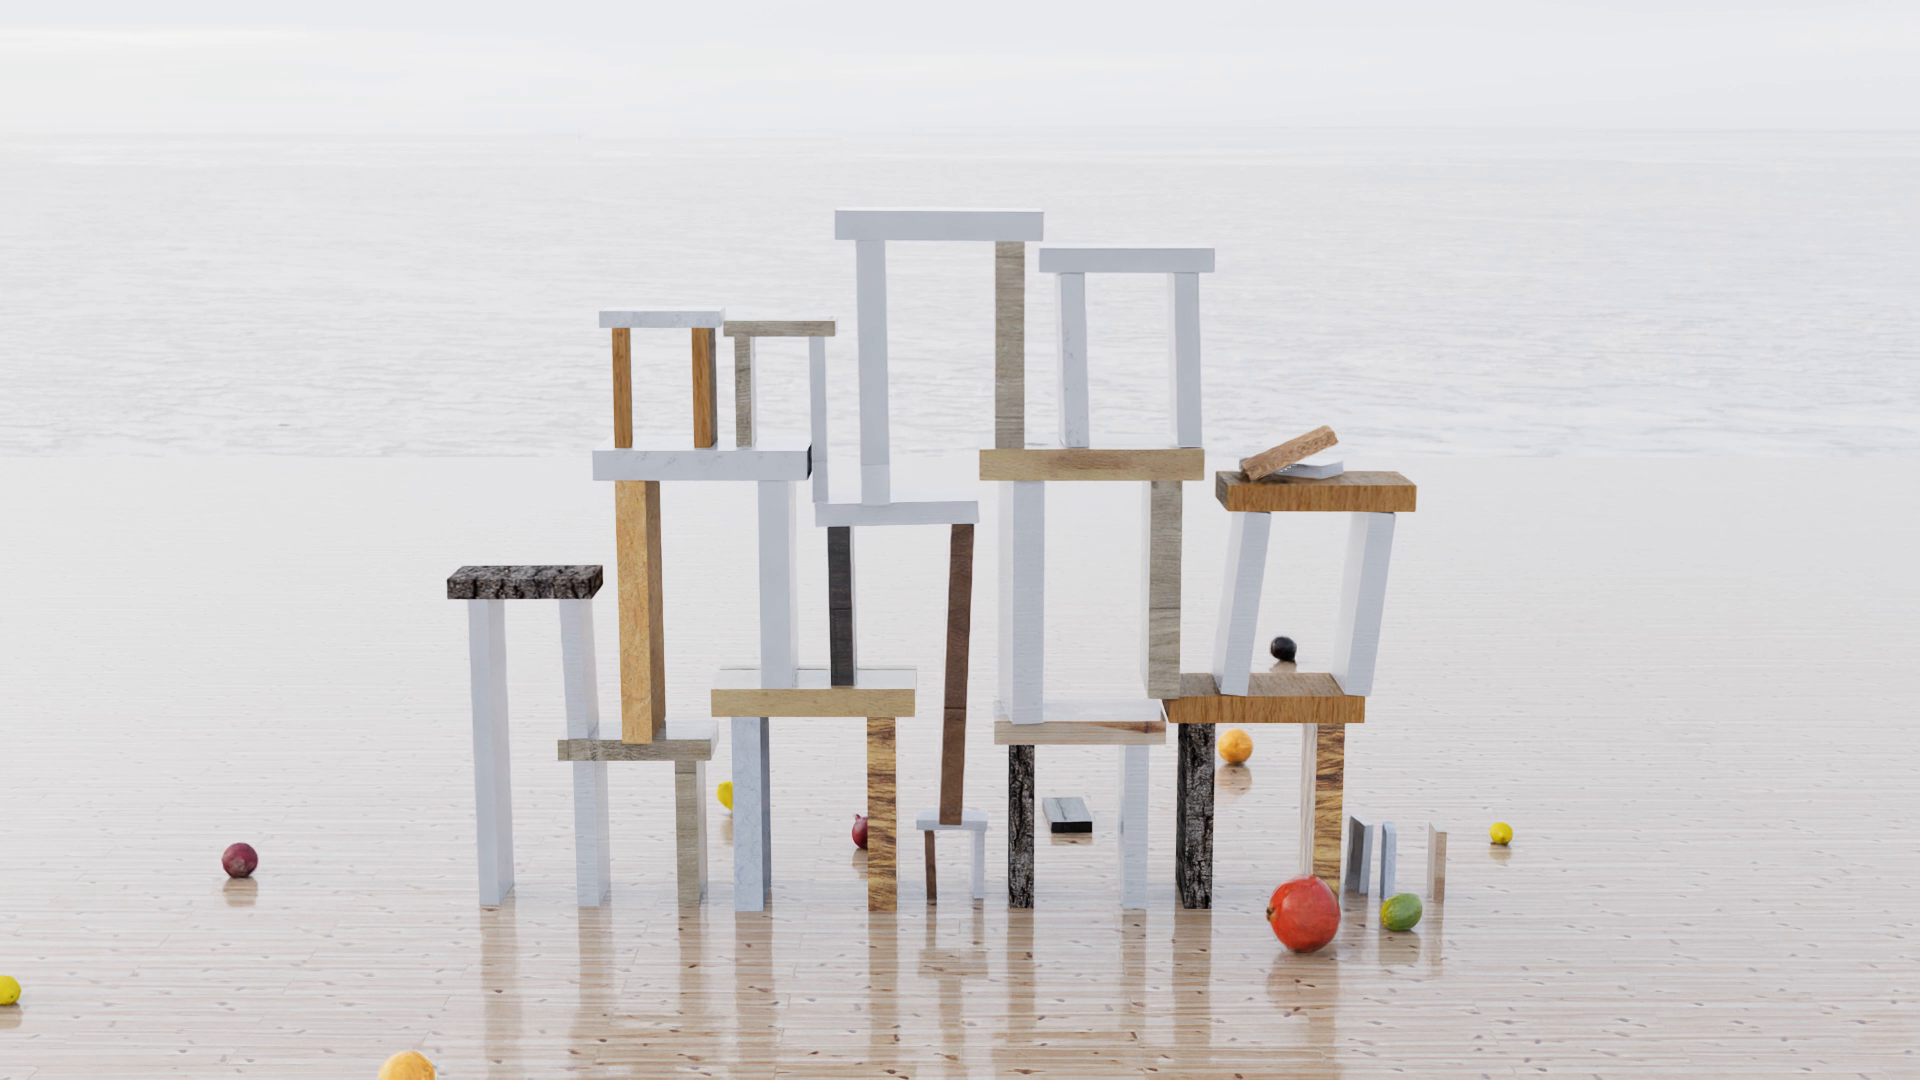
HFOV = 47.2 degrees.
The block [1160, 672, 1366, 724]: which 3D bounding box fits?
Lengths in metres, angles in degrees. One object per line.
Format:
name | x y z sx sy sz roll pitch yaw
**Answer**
block | 0.494 0.259 3.612 0.314 0.044 0.157 0 11 0

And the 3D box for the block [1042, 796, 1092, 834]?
block | 0.197 0.507 4.058 0.075 0.021 0.150 -1 11 -4

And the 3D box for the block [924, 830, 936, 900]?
block | -0.049 0.532 3.659 0.017 0.117 0.059 -2 10 -1

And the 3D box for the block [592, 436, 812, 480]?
block | -0.408 -0.132 3.535 0.338 0.048 0.169 0 11 1

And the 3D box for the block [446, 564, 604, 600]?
block | -0.705 0.068 3.573 0.231 0.033 0.116 0 11 0

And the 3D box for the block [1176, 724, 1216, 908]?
block | 0.389 0.435 3.645 0.044 0.314 0.157 0 11 0

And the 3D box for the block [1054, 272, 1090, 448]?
block | 0.178 -0.293 3.504 0.039 0.272 0.136 -3 11 -1

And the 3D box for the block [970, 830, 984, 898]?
block | 0.028 0.531 3.661 0.017 0.117 0.058 0 10 -7

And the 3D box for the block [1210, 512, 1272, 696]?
block | 0.456 0.089 3.576 0.042 0.299 0.149 6 10 -1

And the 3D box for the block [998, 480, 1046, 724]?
block | 0.098 0.084 3.577 0.050 0.395 0.176 -1 11 -7

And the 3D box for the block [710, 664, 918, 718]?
block | -0.235 0.246 3.603 0.327 0.046 0.163 0 11 0

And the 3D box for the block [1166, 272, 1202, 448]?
block | 0.357 -0.292 3.500 0.039 0.272 0.136 -2 11 1

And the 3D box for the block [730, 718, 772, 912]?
block | -0.344 0.430 3.637 0.046 0.327 0.163 0 11 0

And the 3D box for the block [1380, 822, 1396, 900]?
block | 0.712 0.533 3.653 0.017 0.118 0.059 1 11 4

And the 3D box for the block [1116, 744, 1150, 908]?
block | 0.286 0.454 3.641 0.039 0.277 0.139 0 11 0

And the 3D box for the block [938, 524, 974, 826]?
block | -0.008 0.209 3.616 0.037 0.500 0.130 2 9 -2

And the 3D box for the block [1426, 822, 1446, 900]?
block | 0.792 0.533 3.654 0.017 0.118 0.059 0 11 0

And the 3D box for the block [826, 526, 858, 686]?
block | -0.191 0.094 3.581 0.037 0.260 0.130 -1 11 0

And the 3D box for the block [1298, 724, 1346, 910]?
block | 0.598 0.435 3.645 0.044 0.314 0.157 0 11 0

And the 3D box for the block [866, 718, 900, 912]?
block | -0.126 0.430 3.637 0.046 0.327 0.163 0 11 0

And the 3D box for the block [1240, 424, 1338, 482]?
block | 0.527 -0.140 3.530 0.150 0.021 0.075 -24 10 4

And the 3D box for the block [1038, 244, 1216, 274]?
block | 0.260 -0.445 3.473 0.272 0.039 0.136 0 11 0

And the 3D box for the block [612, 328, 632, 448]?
block | -0.538 -0.248 3.508 0.027 0.189 0.095 -1 11 -7

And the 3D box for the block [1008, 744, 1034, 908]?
block | 0.101 0.454 3.641 0.039 0.277 0.139 0 11 0

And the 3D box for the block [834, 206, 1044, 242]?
block | -0.032 -0.499 3.466 0.322 0.046 0.161 0 10 0

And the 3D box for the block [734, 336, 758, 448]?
block | -0.342 -0.241 3.510 0.025 0.176 0.088 0 11 0

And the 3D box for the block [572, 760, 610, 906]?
block | -0.610 0.468 3.647 0.035 0.247 0.124 0 11 0

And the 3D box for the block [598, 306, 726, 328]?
block | -0.471 -0.354 3.492 0.189 0.027 0.094 0 11 0

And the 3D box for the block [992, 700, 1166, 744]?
block | 0.194 0.299 3.613 0.277 0.039 0.139 0 11 0

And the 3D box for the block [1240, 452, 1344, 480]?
block | 0.542 -0.122 3.599 0.150 0.021 0.075 8 13 36

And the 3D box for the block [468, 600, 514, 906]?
block | -0.772 0.337 3.624 0.033 0.514 0.116 0 11 1

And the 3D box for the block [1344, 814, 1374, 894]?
block | 0.669 0.526 3.687 0.017 0.118 0.059 0 10 -14

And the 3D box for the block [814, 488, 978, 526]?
block | -0.103 -0.053 3.557 0.260 0.037 0.130 -1 11 -3

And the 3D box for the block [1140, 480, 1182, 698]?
block | 0.325 0.064 3.569 0.050 0.353 0.176 0 11 0

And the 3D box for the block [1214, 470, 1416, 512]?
block | 0.570 -0.079 3.544 0.299 0.042 0.149 0 11 -1

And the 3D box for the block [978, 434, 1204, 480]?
block | 0.207 -0.134 3.532 0.353 0.050 0.176 0 11 0

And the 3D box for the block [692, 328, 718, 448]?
block | -0.407 -0.248 3.510 0.027 0.189 0.094 0 11 1

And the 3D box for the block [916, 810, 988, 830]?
block | -0.013 0.465 3.651 0.117 0.017 0.059 0 10 2

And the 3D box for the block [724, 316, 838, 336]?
block | -0.284 -0.340 3.492 0.175 0.025 0.088 0 11 0

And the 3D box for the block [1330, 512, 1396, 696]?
block | 0.654 0.090 3.577 0.042 0.299 0.149 6 10 -1

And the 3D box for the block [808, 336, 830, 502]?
block | -0.225 -0.197 3.517 0.025 0.264 0.088 -1 11 -1

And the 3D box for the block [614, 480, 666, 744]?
block | -0.519 0.102 3.579 0.048 0.428 0.169 0 11 0

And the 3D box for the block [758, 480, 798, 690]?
block | -0.294 0.057 3.571 0.048 0.338 0.169 0 11 0

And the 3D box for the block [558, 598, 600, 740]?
block | -0.623 0.198 3.598 0.033 0.231 0.116 -2 11 0

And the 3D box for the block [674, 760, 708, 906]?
block | -0.445 0.468 3.647 0.035 0.247 0.124 0 11 0

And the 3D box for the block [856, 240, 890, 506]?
block | -0.139 -0.273 3.508 0.046 0.414 0.161 -1 11 -2

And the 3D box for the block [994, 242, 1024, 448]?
block | 0.078 -0.316 3.498 0.046 0.322 0.161 0 11 0

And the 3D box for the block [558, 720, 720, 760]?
block | -0.528 0.329 3.621 0.247 0.035 0.124 0 11 0
